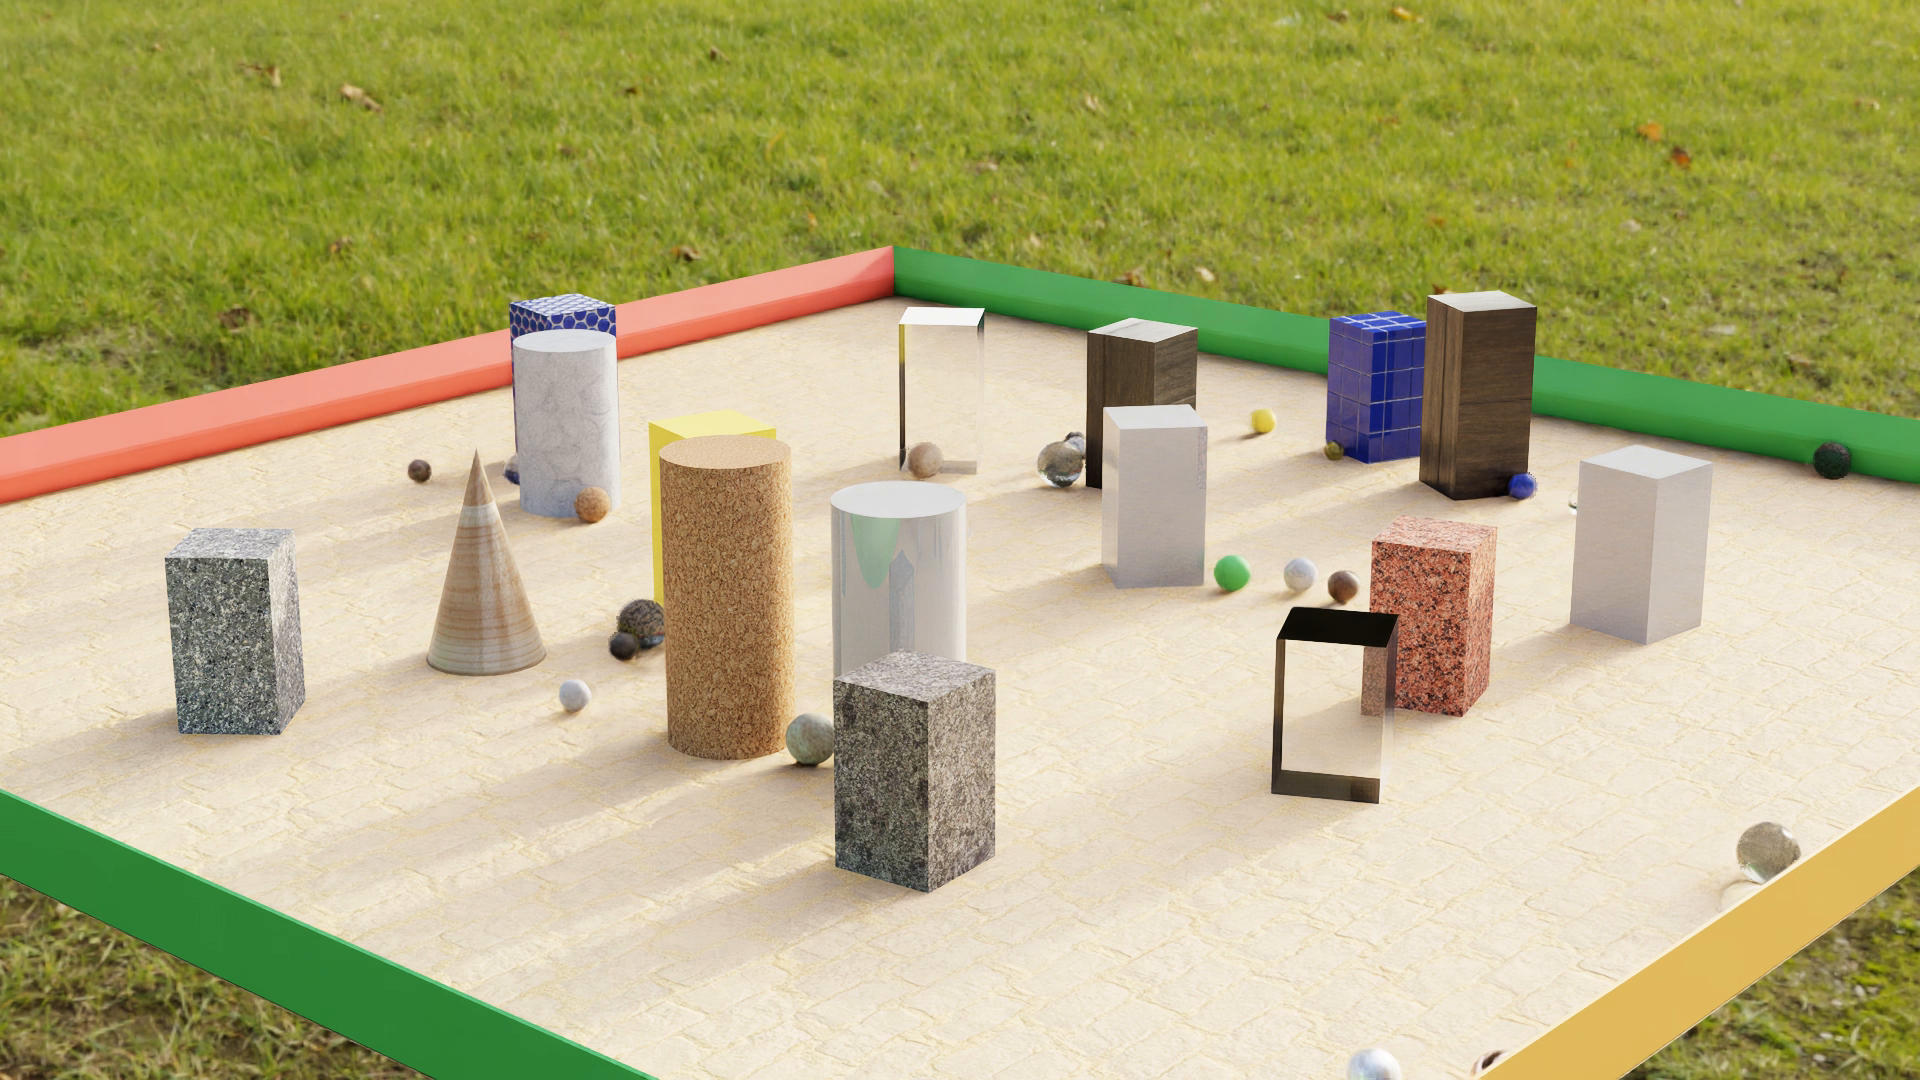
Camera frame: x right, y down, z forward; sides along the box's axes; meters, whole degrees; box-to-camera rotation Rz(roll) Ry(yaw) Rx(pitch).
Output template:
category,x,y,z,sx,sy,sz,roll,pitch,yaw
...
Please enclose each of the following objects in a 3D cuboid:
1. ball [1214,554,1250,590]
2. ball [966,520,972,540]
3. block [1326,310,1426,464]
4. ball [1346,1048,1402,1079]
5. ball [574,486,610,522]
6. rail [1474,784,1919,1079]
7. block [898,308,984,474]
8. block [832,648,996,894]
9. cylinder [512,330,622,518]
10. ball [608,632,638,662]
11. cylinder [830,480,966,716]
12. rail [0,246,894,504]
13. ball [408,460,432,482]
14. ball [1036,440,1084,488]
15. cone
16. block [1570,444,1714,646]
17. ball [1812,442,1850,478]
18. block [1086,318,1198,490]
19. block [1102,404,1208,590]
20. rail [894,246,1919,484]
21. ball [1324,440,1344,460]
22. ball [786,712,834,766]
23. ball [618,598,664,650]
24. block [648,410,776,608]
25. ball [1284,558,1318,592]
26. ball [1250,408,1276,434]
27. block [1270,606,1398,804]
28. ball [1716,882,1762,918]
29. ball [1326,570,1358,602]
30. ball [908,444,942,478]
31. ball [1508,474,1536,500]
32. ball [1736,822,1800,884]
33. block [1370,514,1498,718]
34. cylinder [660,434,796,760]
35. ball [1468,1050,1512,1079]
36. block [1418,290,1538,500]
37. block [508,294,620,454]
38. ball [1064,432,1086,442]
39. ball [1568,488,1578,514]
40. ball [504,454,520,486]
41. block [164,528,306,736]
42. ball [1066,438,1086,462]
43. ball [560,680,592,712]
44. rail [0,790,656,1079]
category,x,y,z,sx,sy,sz,roll,pitch,yaw
ball,0.478,0.058,5.147,0.064,0.064,0.064,0,17,0
ball,-0.002,-0.018,5.427,0.047,0.047,0.047,0,17,0
block,0.863,-0.315,6.019,0.156,0.273,0.156,-8,19,-26
ball,0.470,0.607,3.329,0.061,0.061,0.061,0,17,0
ball,-0.698,-0.068,5.558,0.066,0.066,0.066,0,17,0
rail,1.323,0.363,4.020,0.045,0.127,3.568,14,22,39
block,-0.036,-0.302,5.922,0.156,0.306,0.156,2,17,5
block,-0.060,0.309,3.957,0.156,0.270,0.156,11,20,33
cylinder,-0.754,-0.225,5.635,0.195,0.324,0.195,0,17,0
ball,-0.550,0.174,4.789,0.047,0.047,0.047,0,17,0
cylinder,-0.088,0.142,4.253,0.195,0.419,0.195,0,17,0
rail,-1.323,-0.300,6.220,0.045,0.127,3.568,14,22,39
ball,-1.073,-0.137,5.821,0.047,0.047,0.047,0,17,0
ball,0.197,-0.149,5.785,0.092,0.092,0.092,0,17,0
cone,-0.777,0.020,4.762,0.195,0.357,0.195,0,17,0
block,1.145,0.006,4.932,0.156,0.286,0.156,-14,22,-40
ball,1.739,-0.159,5.852,0.072,0.072,0.072,0,17,0
block,0.357,-0.261,5.773,0.156,0.312,0.156,12,21,34
block,0.343,-0.078,5.203,0.156,0.291,0.156,-2,17,-7
rail,1.154,-0.352,6.393,3.552,0.127,0.045,14,22,39
ball,0.763,-0.184,5.985,0.042,0.042,0.042,0,17,0
ball,-0.219,0.294,4.339,0.078,0.078,0.078,0,17,0
ball,-0.523,0.139,4.841,0.084,0.084,0.084,0,17,0
block,-0.414,-0.027,4.943,0.156,0.344,0.156,-11,20,-32
ball,0.597,0.061,5.142,0.060,0.060,0.060,0,17,0
ball,0.640,-0.251,6.188,0.053,0.053,0.053,0,17,0
block,0.544,0.237,4.252,0.156,0.236,0.156,4,17,14
ball,1.004,0.474,3.750,0.073,0.073,0.073,0,17,0
ball,0.664,0.080,5.088,0.055,0.055,0.055,0,17,0
ball,-0.071,-0.158,5.851,0.069,0.069,0.069,0,17,0
ball,1.092,-0.103,5.701,0.052,0.052,0.052,0,17,0
ball,1.080,0.418,3.916,0.084,0.084,0.084,0,17,0
block,0.739,0.117,4.598,0.156,0.266,0.156,8,18,24
cylinder,-0.346,0.084,4.391,0.195,0.449,0.195,0,17,0
ball,0.609,0.610,3.308,0.069,0.069,0.069,0,17,0
block,1.012,-0.284,5.740,0.156,0.375,0.156,-5,18,-17
block,-0.801,-0.320,5.949,0.156,0.323,0.156,-12,21,-35
ball,0.238,-0.200,6.030,0.047,0.047,0.047,0,17,0
ball,1.188,-0.072,5.591,0.057,0.057,0.057,0,17,0
ball,-0.870,-0.139,5.799,0.064,0.064,0.064,0,17,0
block,-1.110,0.139,4.501,0.156,0.281,0.156,1,17,2
ball,0.236,-0.181,5.954,0.055,0.055,0.055,0,17,0
ball,-0.598,0.243,4.558,0.049,0.049,0.049,0,17,0
rail,-1.154,0.416,3.848,3.552,0.127,0.045,14,22,39
